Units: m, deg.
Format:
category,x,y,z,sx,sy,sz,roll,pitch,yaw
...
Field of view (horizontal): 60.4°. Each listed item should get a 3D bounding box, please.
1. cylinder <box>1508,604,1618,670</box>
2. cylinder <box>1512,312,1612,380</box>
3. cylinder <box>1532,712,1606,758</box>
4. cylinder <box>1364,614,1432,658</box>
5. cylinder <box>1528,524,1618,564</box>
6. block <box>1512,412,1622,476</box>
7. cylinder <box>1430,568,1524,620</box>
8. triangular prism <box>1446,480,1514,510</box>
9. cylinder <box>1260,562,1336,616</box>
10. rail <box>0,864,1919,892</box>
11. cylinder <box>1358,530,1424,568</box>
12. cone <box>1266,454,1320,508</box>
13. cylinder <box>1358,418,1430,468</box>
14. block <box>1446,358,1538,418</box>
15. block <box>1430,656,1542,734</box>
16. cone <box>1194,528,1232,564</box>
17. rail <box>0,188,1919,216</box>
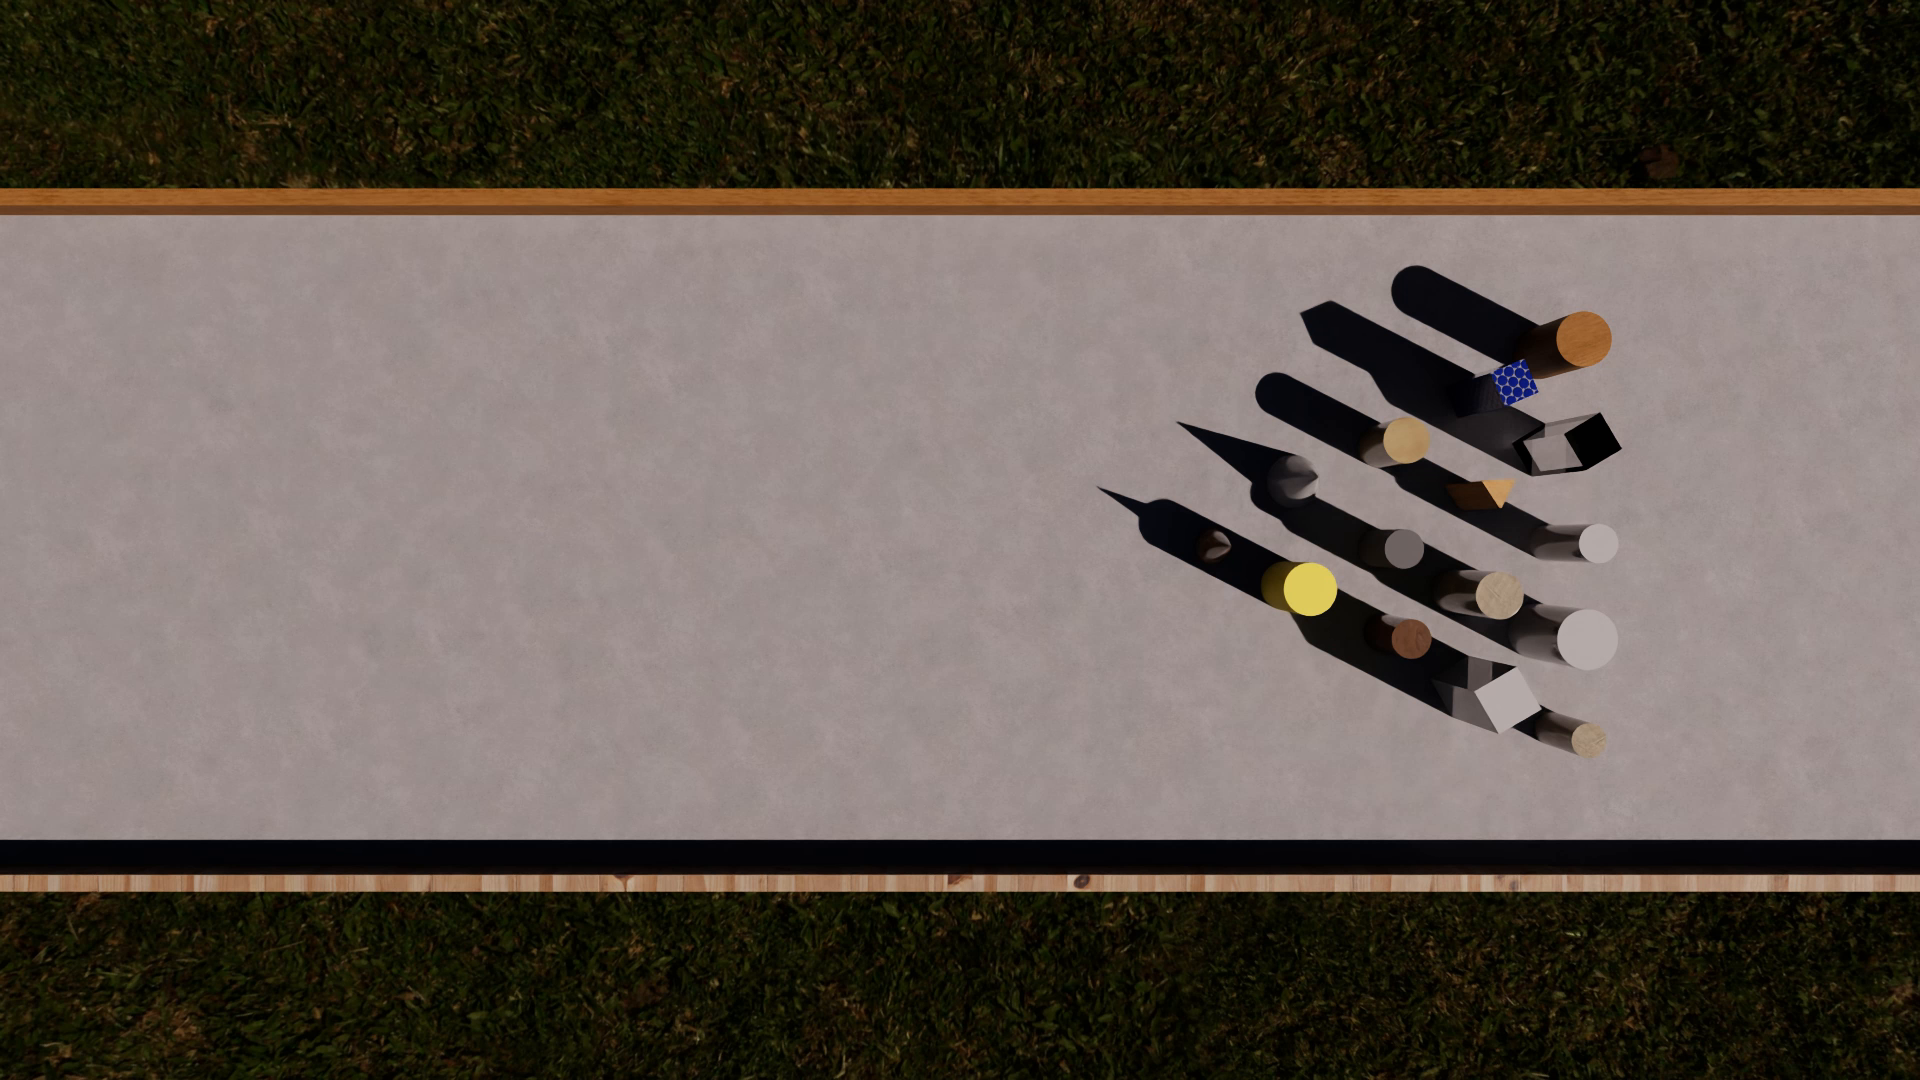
category,x,y,z,sx,sy,sz,roll,pitch,yaw
cylinder,1.772,0.281,4.866,0.172,0.420,0.172,0,90,0
cylinder,1.781,-0.574,4.891,0.158,0.371,0.158,0,90,0
cylinder,1.814,0.578,4.916,0.101,0.322,0.101,0,90,0
cylinder,1.299,0.285,4.910,0.115,0.333,0.115,0,90,0
cylinder,1.807,0.010,4.871,0.112,0.410,0.112,0,90,0
block,1.780,-0.277,4.857,0.120,0.438,0.120,-31,90,0
cylinder,1.513,0.156,4.850,0.134,0.454,0.134,0,90,0
triangular prism,1.550,-0.150,4.891,0.079,0.372,0.092,-33,90,0
cylinder,1.000,0.141,4.891,0.152,0.370,0.152,0,90,0
rail,-2.247,1.025,5.001,12.000,0.150,0.050,0,90,0
cylinder,1.280,0.025,4.913,0.114,0.326,0.114,0,90,0
cone,1.026,-0.180,4.896,0.165,0.360,0.165,0,90,0
cylinder,1.291,-0.288,4.921,0.134,0.311,0.134,0,90,0
block,1.559,-0.442,4.857,0.103,0.440,0.103,-23,90,0
block,1.540,0.451,4.856,0.139,0.440,0.139,-30,90,0
cone,0.777,0.019,4.897,0.115,0.358,0.115,0,90,0
rail,-2.247,-1.025,5.002,12.000,0.150,0.050,0,90,0
